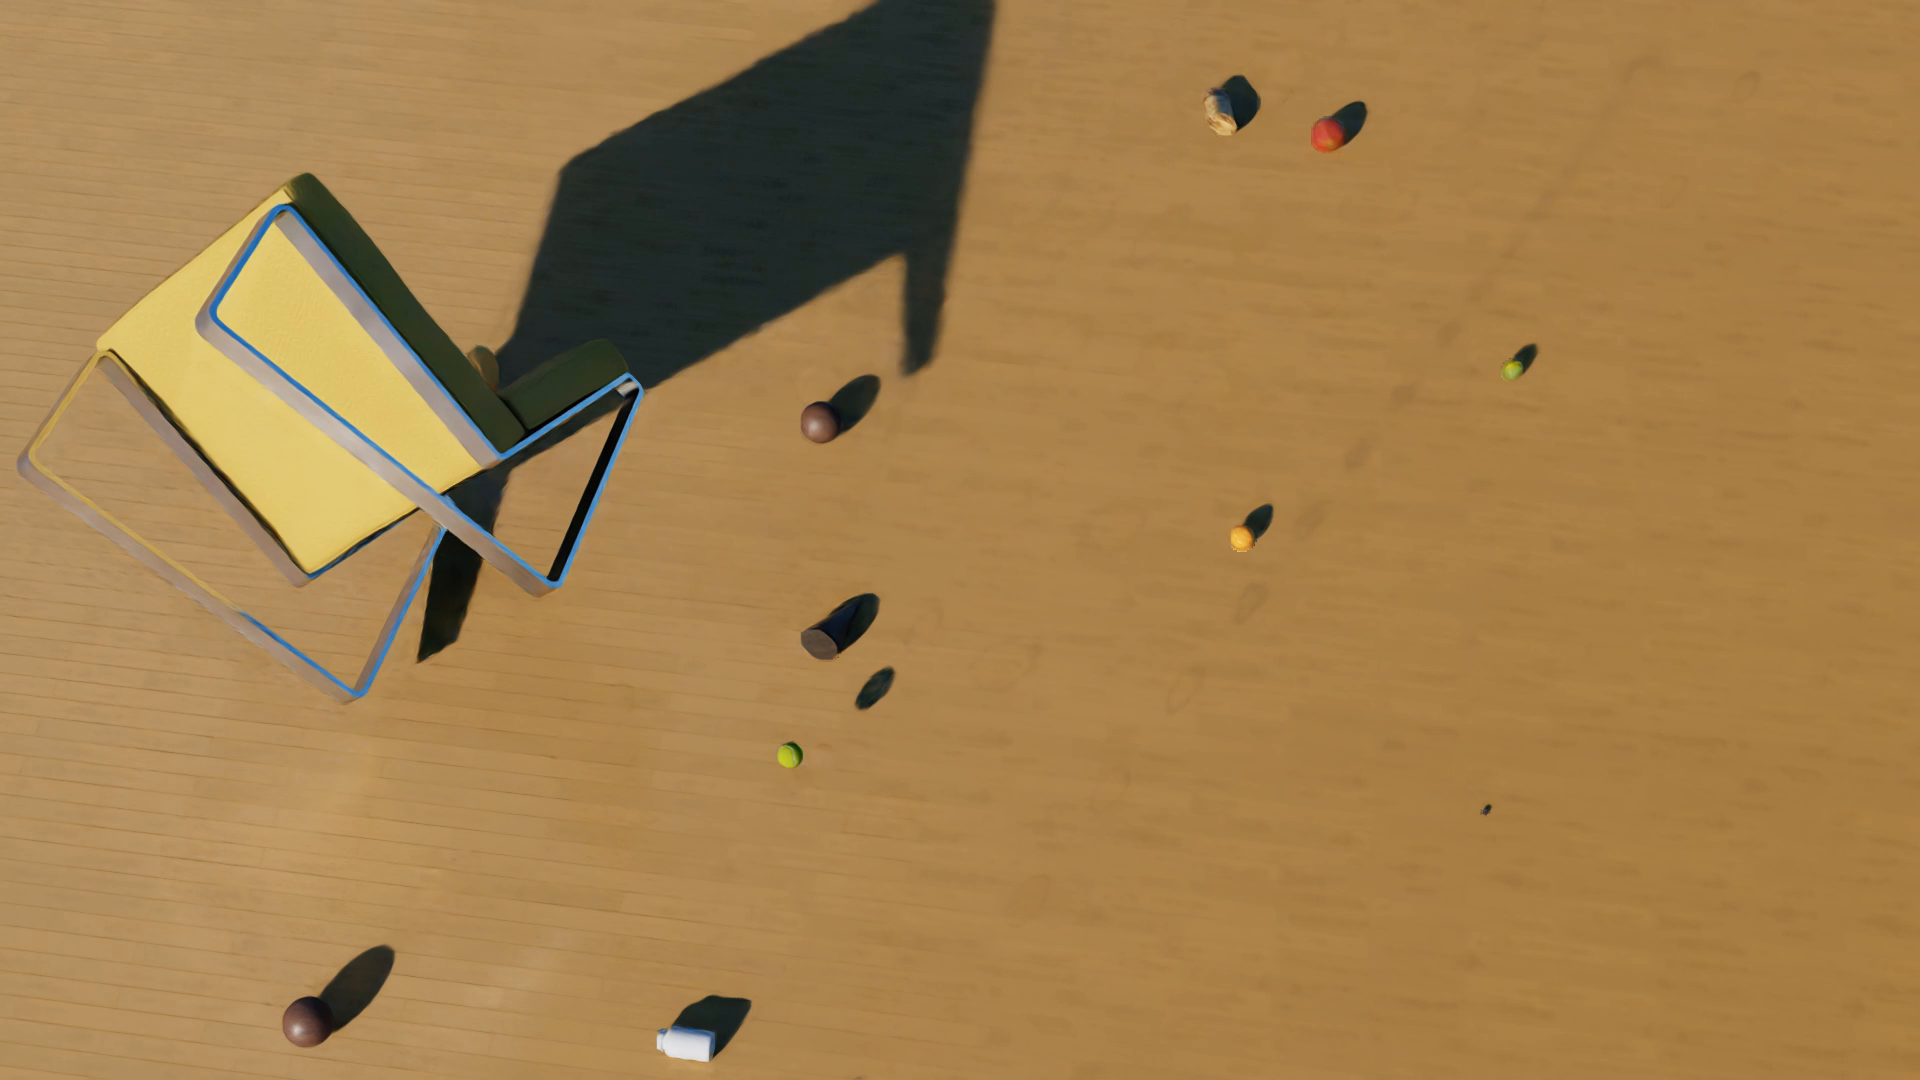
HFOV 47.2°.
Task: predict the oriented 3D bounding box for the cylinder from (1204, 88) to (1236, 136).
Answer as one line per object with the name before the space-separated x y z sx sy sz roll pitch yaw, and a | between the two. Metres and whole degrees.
cylinder | 0.883 -1.455 7.477 0.108 0.079 0.149 32 35 -31

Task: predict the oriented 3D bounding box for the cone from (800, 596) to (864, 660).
cone | -0.344 0.232 6.383 0.131 0.112 0.242 -5 31 40

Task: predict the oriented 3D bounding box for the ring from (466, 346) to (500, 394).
ring | -1.481 -0.526 6.819 0.060 0.192 0.147 -21 83 -30
